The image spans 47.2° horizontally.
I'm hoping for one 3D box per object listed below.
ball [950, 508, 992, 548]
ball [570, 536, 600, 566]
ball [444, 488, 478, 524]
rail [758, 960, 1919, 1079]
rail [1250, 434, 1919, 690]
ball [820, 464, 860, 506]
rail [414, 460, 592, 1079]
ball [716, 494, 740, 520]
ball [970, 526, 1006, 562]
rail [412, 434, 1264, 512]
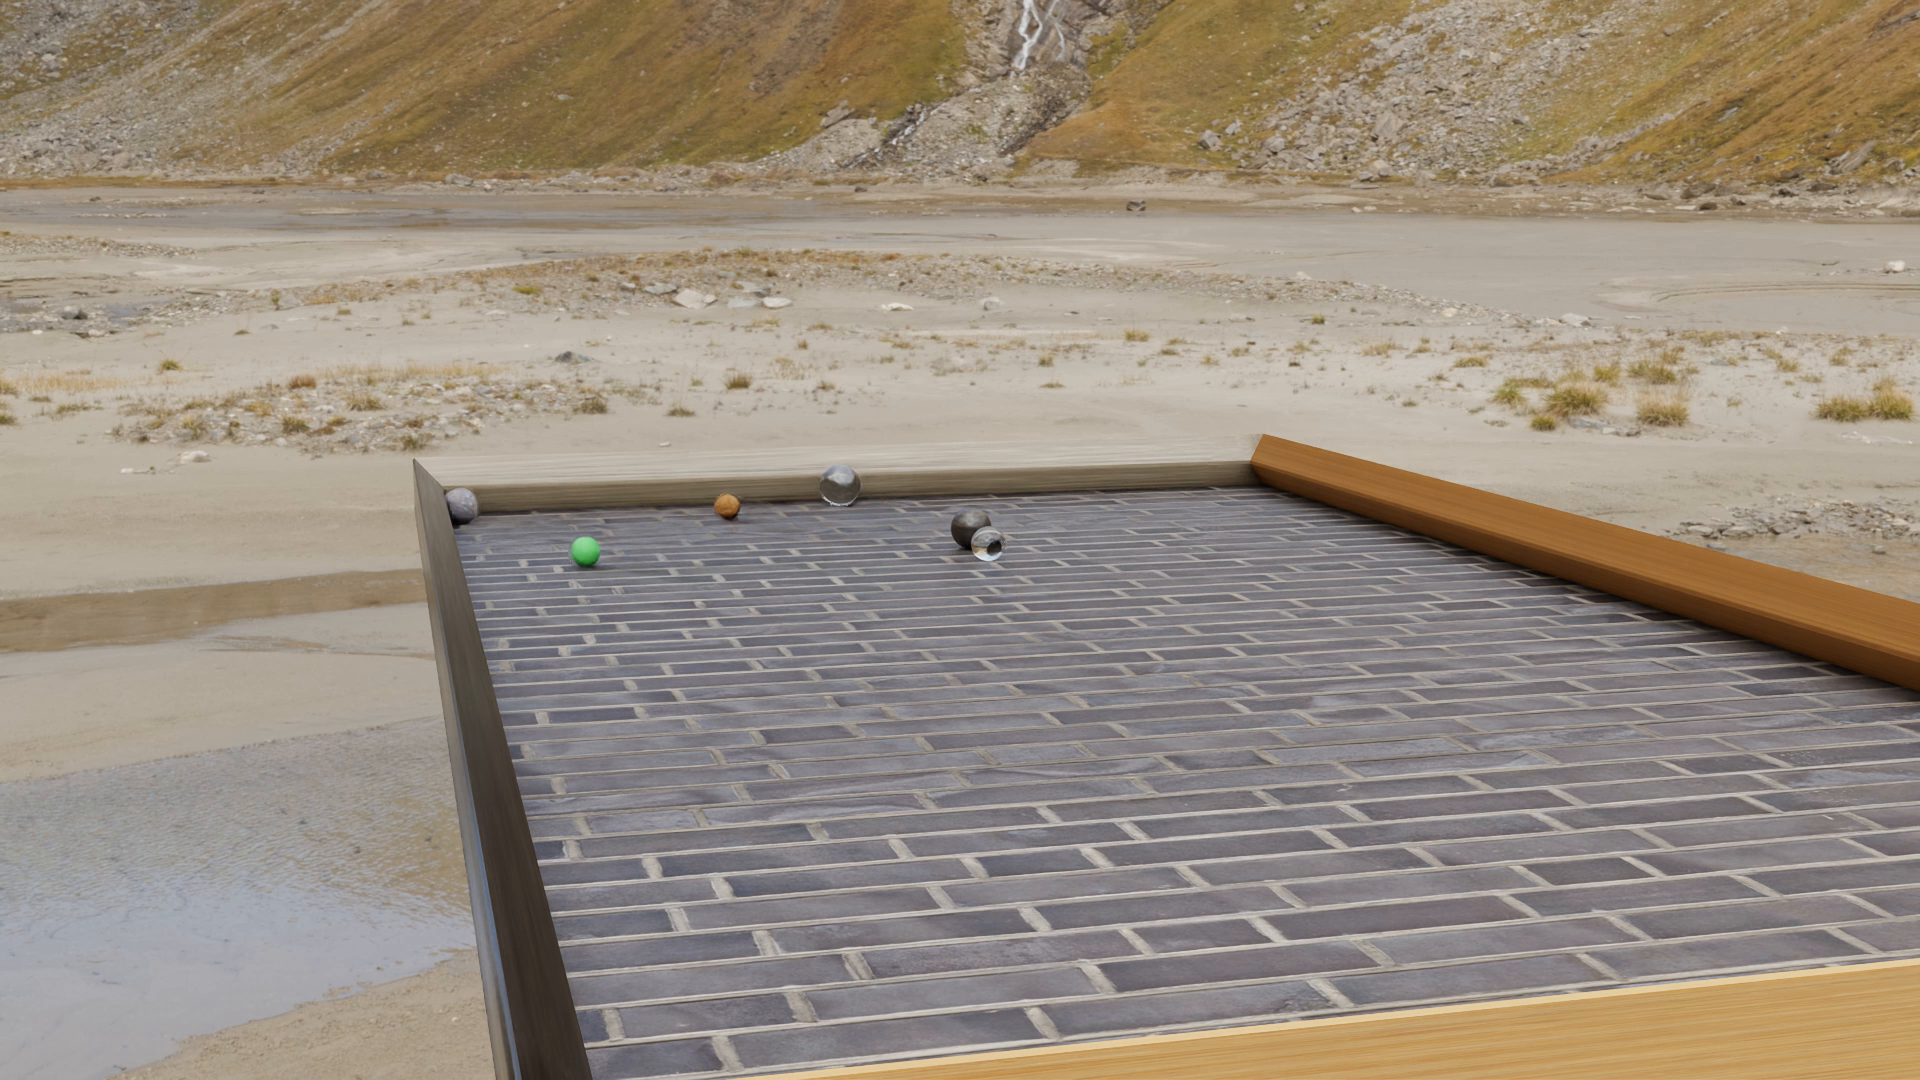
[{"bbox_3d":[0.017,-0.018,3.353,0.063,0.063,0.063,0,9,0],"label":"ball"},{"bbox_3d":[-0.544,0.017,3.191,0.043,0.043,0.043,0,9,0],"label":"ball"},{"bbox_3d":[-0.820,-0.056,3.611,0.059,0.059,0.059,0,9,0],"label":"ball"},{"bbox_3d":[0.531,0.284,1.284,1.549,0.093,0.045,-2,9,-15],"label":"rail"},{"bbox_3d":[0.905,0.053,2.785,0.045,0.093,2.792,-2,9,-15],"label":"rail"},{"bbox_3d":[-0.208,-0.095,3.824,0.072,0.072,0.072,0,9,0],"label":"ball"},{"bbox_3d":[-0.547,0.112,2.405,0.045,0.093,2.792,-2,9,-15],"label":"rail"},{"bbox_3d":[-0.387,-0.055,3.669,0.041,0.041,0.041,0,9,0],"label":"ball"},{"bbox_3d":[0.042,0.005,3.239,0.052,0.052,0.052,0,9,0],"label":"ball"},{"bbox_3d":[-0.173,-0.119,3.906,1.549,0.093,0.045,-2,9,-15],"label":"rail"}]
